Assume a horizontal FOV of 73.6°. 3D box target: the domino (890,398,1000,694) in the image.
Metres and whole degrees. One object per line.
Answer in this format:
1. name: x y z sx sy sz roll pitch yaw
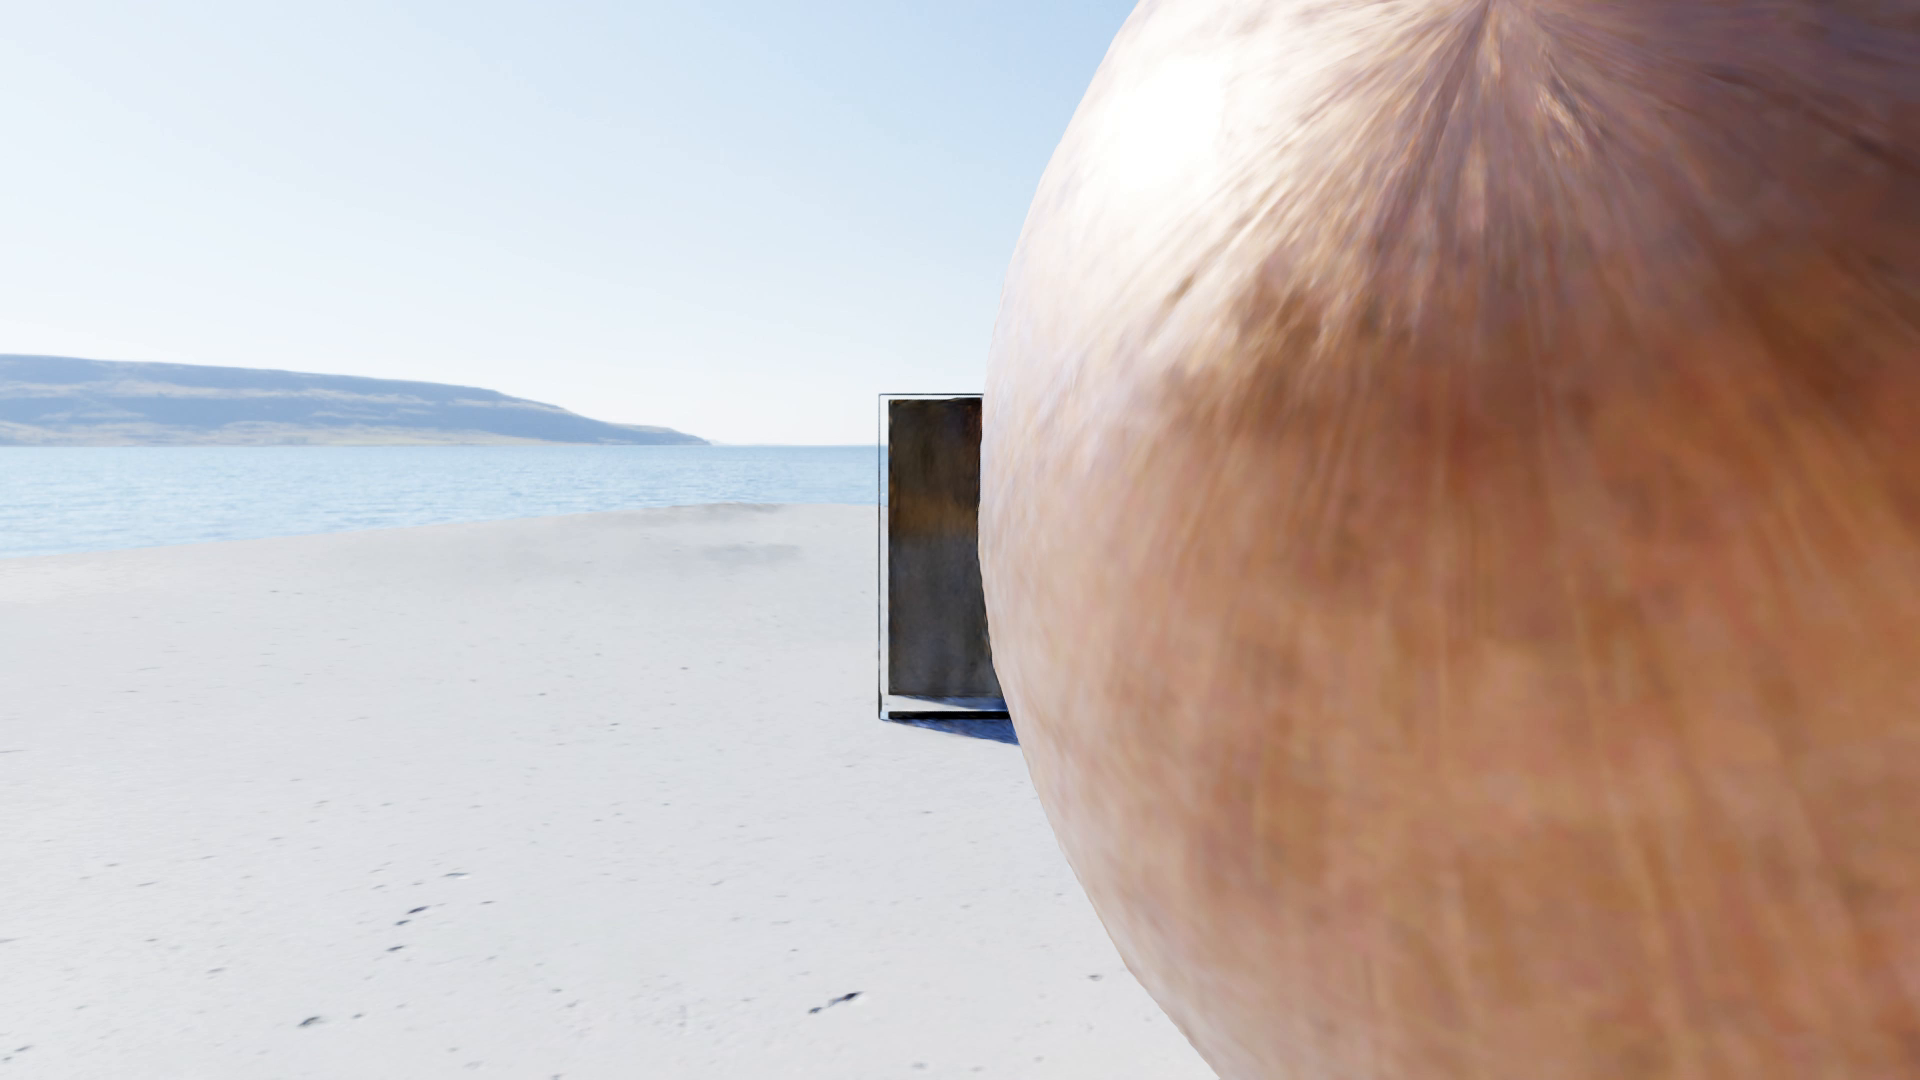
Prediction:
1. domino: 0.001 0.001 0.222 0.025 0.050 0.009 0 4 6

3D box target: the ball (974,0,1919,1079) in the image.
1. ball: 0.041 -0.002 0.064 0.080 0.080 0.080 0 4 0

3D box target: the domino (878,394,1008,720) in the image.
1. domino: 0.000 0.002 0.201 0.025 0.050 0.009 0 4 0
